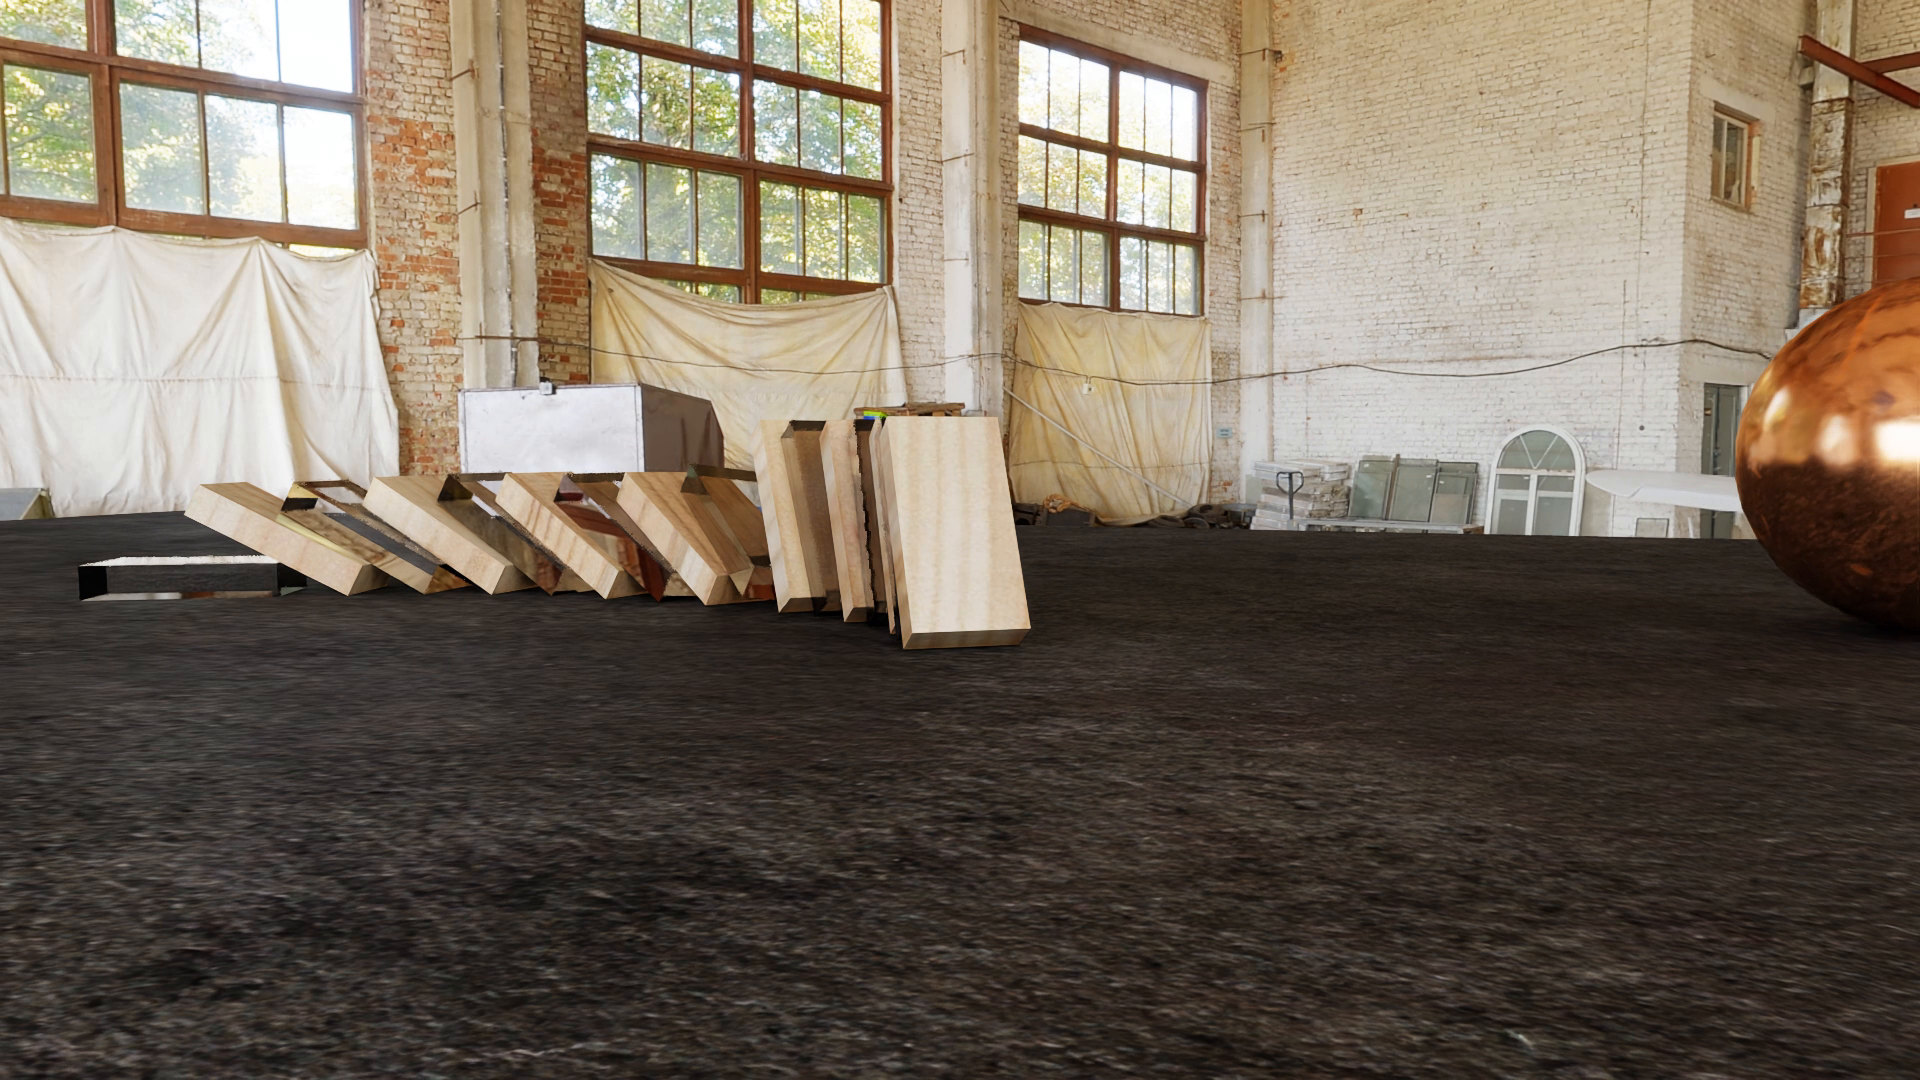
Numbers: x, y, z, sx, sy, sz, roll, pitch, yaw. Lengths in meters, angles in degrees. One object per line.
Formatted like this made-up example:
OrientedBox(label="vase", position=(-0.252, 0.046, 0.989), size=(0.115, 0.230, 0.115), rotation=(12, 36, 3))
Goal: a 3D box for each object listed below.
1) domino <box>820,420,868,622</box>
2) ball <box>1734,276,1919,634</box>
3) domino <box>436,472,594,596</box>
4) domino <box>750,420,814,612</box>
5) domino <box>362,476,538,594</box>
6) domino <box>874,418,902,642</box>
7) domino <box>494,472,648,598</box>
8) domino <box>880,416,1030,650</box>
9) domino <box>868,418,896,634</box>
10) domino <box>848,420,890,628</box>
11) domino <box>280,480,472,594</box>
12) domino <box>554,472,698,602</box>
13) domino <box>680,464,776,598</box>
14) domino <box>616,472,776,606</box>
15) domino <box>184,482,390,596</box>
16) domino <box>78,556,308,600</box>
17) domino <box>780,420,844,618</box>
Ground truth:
OrientedBox(label="domino", position=(-0.019, -0.005, 0.316), size=(0.025, 0.050, 0.010), rotation=(-2, -24, -20))
OrientedBox(label="ball", position=(0.218, -0.019, 0.283), size=(0.080, 0.080, 0.080), rotation=(0, 4, 0))
OrientedBox(label="domino", position=(-0.126, -0.003, 0.377), size=(0.050, 0.009, 0.025), rotation=(35, 17, 19))
OrientedBox(label="domino", position=(-0.037, -0.007, 0.332), size=(0.025, 0.050, 0.009), rotation=(-1, -24, -27))
OrientedBox(label="domino", position=(-0.147, -0.002, 0.379), size=(0.050, 0.010, 0.025), rotation=(32, 12, 12))
OrientedBox(label="domino", position=(-0.004, -0.003, 0.286), size=(0.025, 0.050, 0.010), rotation=(-1, -24, -15))
OrientedBox(label="domino", position=(-0.108, -0.002, 0.371), size=(0.050, 0.010, 0.025), rotation=(36, 20, 22))
OrientedBox(label="domino", position=(-0.002, -0.002, 0.275), size=(0.025, 0.050, 0.009), rotation=(-1, -24, -15))
OrientedBox(label="domino", position=(-0.006, -0.004, 0.296), size=(0.025, 0.050, 0.010), rotation=(-1, -24, -15))
OrientedBox(label="domino", position=(-0.011, -0.005, 0.306), size=(0.025, 0.050, 0.009), rotation=(-1, -24, -15))
OrientedBox(label="domino", position=(-0.169, -0.002, 0.377), size=(0.050, 0.010, 0.025), rotation=(28, 8, 6))
OrientedBox(label="domino", position=(-0.089, -0.002, 0.364), size=(0.050, 0.009, 0.025), rotation=(38, 23, 26))
OrientedBox(label="domino", position=(-0.055, -0.002, 0.350), size=(0.025, 0.009, 0.050), rotation=(6, 31, -37))
OrientedBox(label="domino", position=(-0.071, -0.001, 0.356), size=(0.025, 0.010, 0.050), rotation=(-3, 37, -47))
OrientedBox(label="domino", position=(-0.192, -0.001, 0.371), size=(0.050, 0.010, 0.025), rotation=(27, 3, -3))
OrientedBox(label="domino", position=(-0.217, 0.011, 0.365), size=(0.050, 0.009, 0.025), rotation=(-1, 4, -10))
OrientedBox(label="domino", position=(-0.028, -0.006, 0.325), size=(0.025, 0.050, 0.010), rotation=(-2, -24, -27))
